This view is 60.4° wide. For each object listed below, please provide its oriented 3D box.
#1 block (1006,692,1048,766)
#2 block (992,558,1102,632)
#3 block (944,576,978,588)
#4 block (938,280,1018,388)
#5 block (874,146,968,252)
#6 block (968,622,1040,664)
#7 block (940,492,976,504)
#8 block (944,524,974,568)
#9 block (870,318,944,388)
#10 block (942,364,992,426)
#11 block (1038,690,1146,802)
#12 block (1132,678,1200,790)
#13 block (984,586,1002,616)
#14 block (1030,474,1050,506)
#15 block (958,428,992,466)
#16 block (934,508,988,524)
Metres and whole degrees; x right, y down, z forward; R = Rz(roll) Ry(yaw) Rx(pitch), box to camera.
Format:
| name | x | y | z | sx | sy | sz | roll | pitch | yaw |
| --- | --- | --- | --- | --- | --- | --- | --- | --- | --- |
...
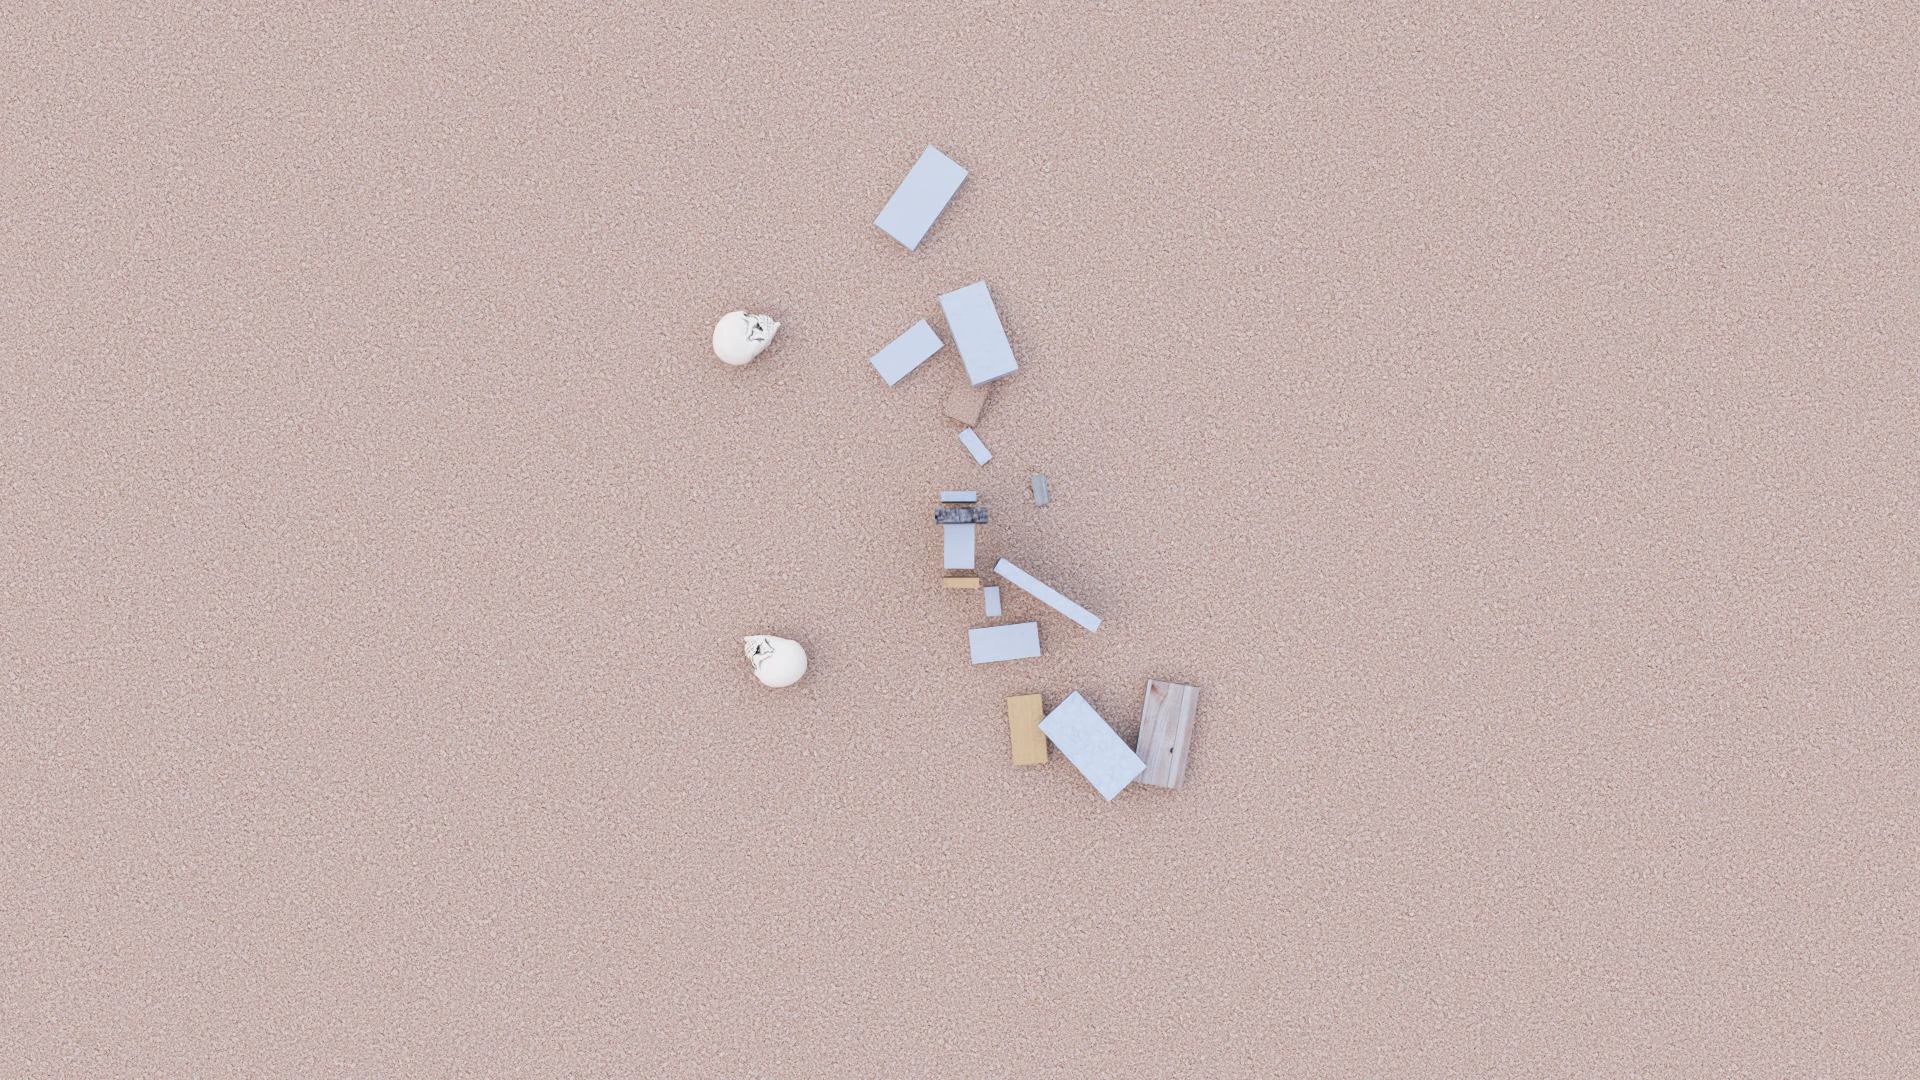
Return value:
| name | x | y | z | sx | sy | sz | roll | pitch | yaw |
| --- | --- | --- | --- | --- | --- | --- | --- | --- | --- |
| block | 0.223 | 0.629 | 5.484 | 0.114 | 0.032 | 0.228 | -6 | 90 | 0 |
| block | 0.284 | 0.179 | 5.415 | 0.383 | 0.171 | 0.048 | 32 | 90 | 0 |
| block | 0.004 | 0.137 | 5.386 | 0.114 | 0.228 | 0.032 | 0 | 90 | 0 |
| block | 0.060 | -0.681 | 5.454 | 0.159 | 0.045 | 0.318 | -20 | 84 | -5 |
| block | -0.128 | -1.133 | 5.477 | 0.159 | 0.045 | 0.318 | 36 | 90 | 0 |
| block | 0.147 | 0.341 | 5.484 | 0.228 | 0.032 | 0.114 | -7 | 90 | 0 |
| block | -0.004 | -0.139 | 5.388 | 0.113 | 0.225 | 0.032 | 0 | 90 | 0 |
| block | -0.002 | -0.004 | 5.296 | 0.095 | 0.027 | 0.191 | 0 | 90 | 0 |
| block | -0.177 | -0.622 | 5.484 | 0.225 | 0.032 | 0.113 | -38 | 90 | 0 |
| block | 0.037 | -0.502 | 5.484 | 0.113 | 0.032 | 0.225 | 22 | 90 | 0 |
| block | 0.435 | 0.676 | 5.435 | 0.171 | 0.048 | 0.341 | -43 | 88 | 2 |
| block | 0.679 | 0.643 | 5.476 | 0.171 | 0.048 | 0.341 | 10 | 90 | 0 |
| block | 0.108 | 0.204 | 5.493 | 0.049 | 0.014 | 0.097 | -6 | 90 | 1 |
| block | 0.268 | -0.168 | 5.493 | 0.049 | 0.014 | 0.097 | -10 | 90 | 0 |
| block | 0.051 | -0.311 | 5.493 | 0.049 | 0.014 | 0.127 | -38 | 90 | 0 |
| block | 0.004 | -0.075 | 5.104 | 0.159 | 0.357 | 0.045 | 0 | 90 | 0 |
